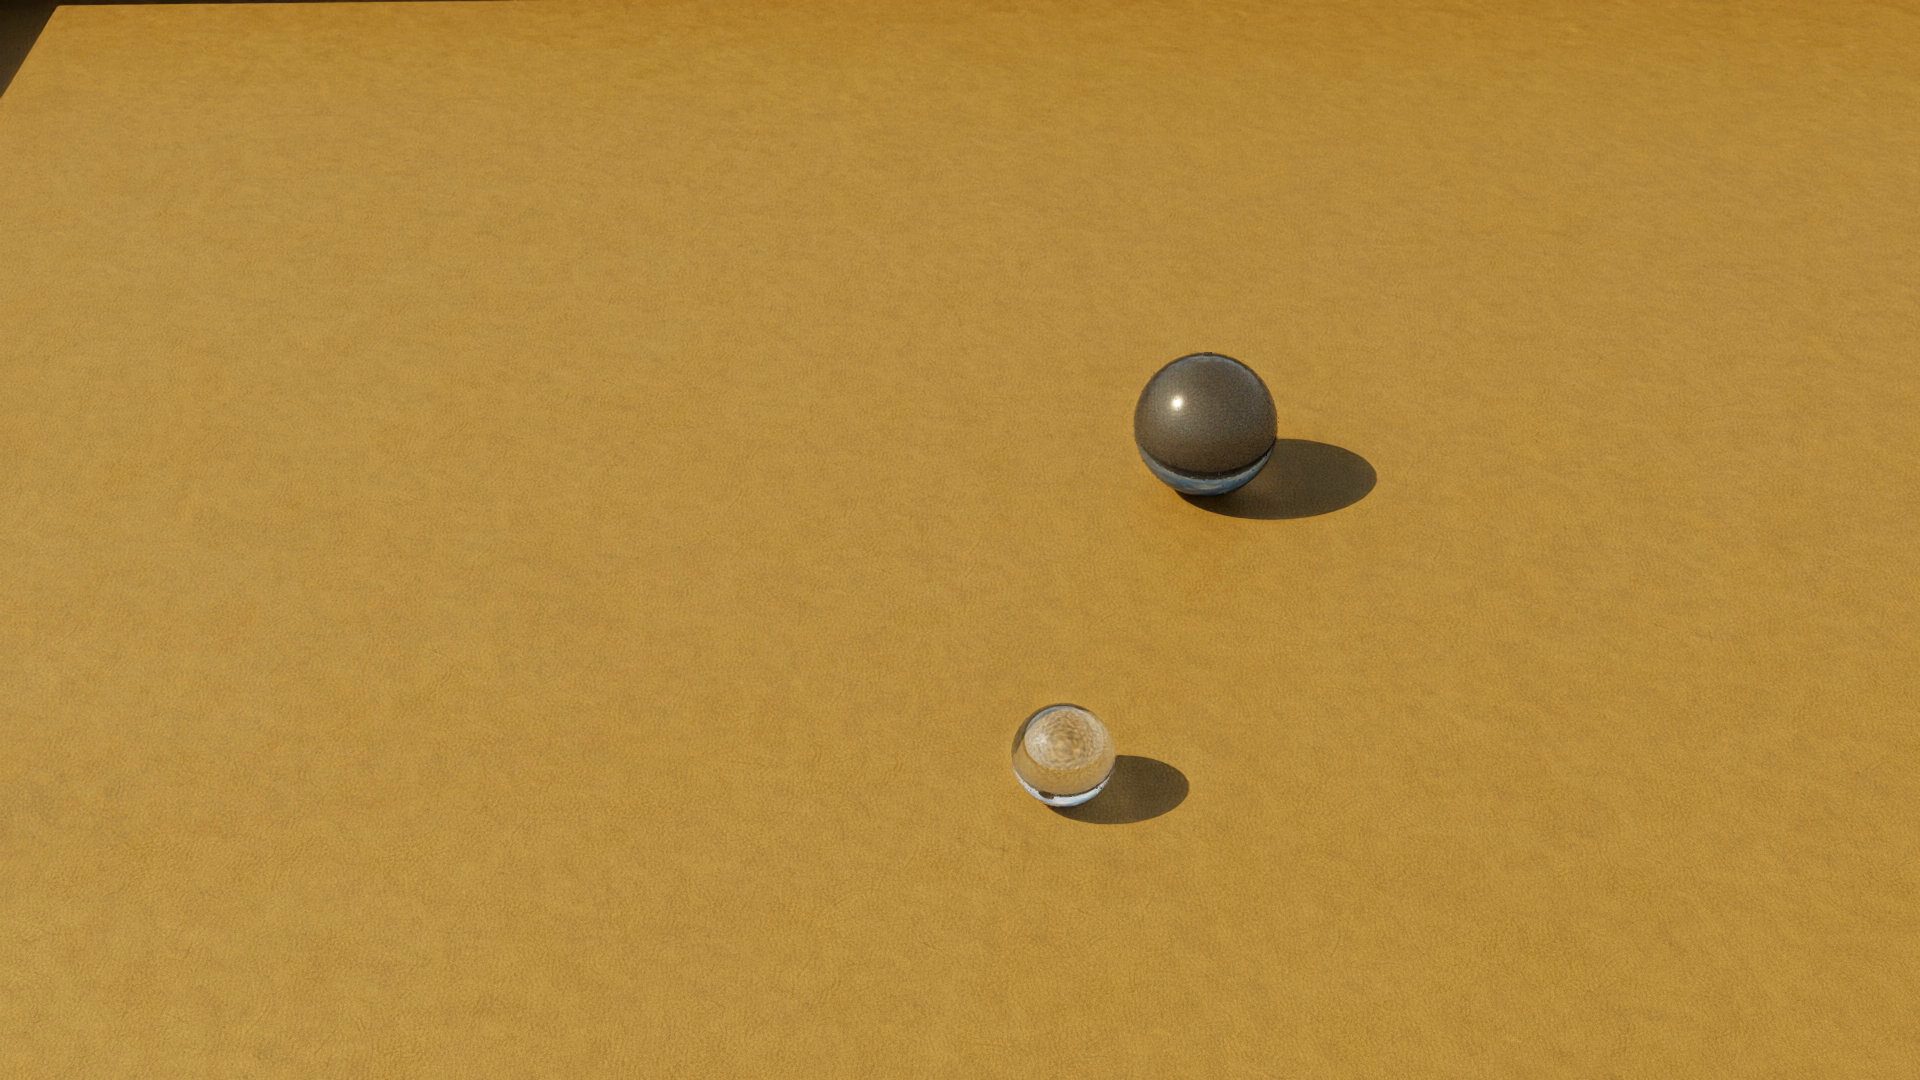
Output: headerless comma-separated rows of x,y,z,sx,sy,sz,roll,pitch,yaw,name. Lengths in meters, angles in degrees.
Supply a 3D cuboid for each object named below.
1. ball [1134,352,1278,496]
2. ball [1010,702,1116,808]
0.162,-0.076,1.690,0.095,0.095,0.095,0,36,0,ball
0.058,0.121,1.450,0.059,0.059,0.059,0,36,0,ball
